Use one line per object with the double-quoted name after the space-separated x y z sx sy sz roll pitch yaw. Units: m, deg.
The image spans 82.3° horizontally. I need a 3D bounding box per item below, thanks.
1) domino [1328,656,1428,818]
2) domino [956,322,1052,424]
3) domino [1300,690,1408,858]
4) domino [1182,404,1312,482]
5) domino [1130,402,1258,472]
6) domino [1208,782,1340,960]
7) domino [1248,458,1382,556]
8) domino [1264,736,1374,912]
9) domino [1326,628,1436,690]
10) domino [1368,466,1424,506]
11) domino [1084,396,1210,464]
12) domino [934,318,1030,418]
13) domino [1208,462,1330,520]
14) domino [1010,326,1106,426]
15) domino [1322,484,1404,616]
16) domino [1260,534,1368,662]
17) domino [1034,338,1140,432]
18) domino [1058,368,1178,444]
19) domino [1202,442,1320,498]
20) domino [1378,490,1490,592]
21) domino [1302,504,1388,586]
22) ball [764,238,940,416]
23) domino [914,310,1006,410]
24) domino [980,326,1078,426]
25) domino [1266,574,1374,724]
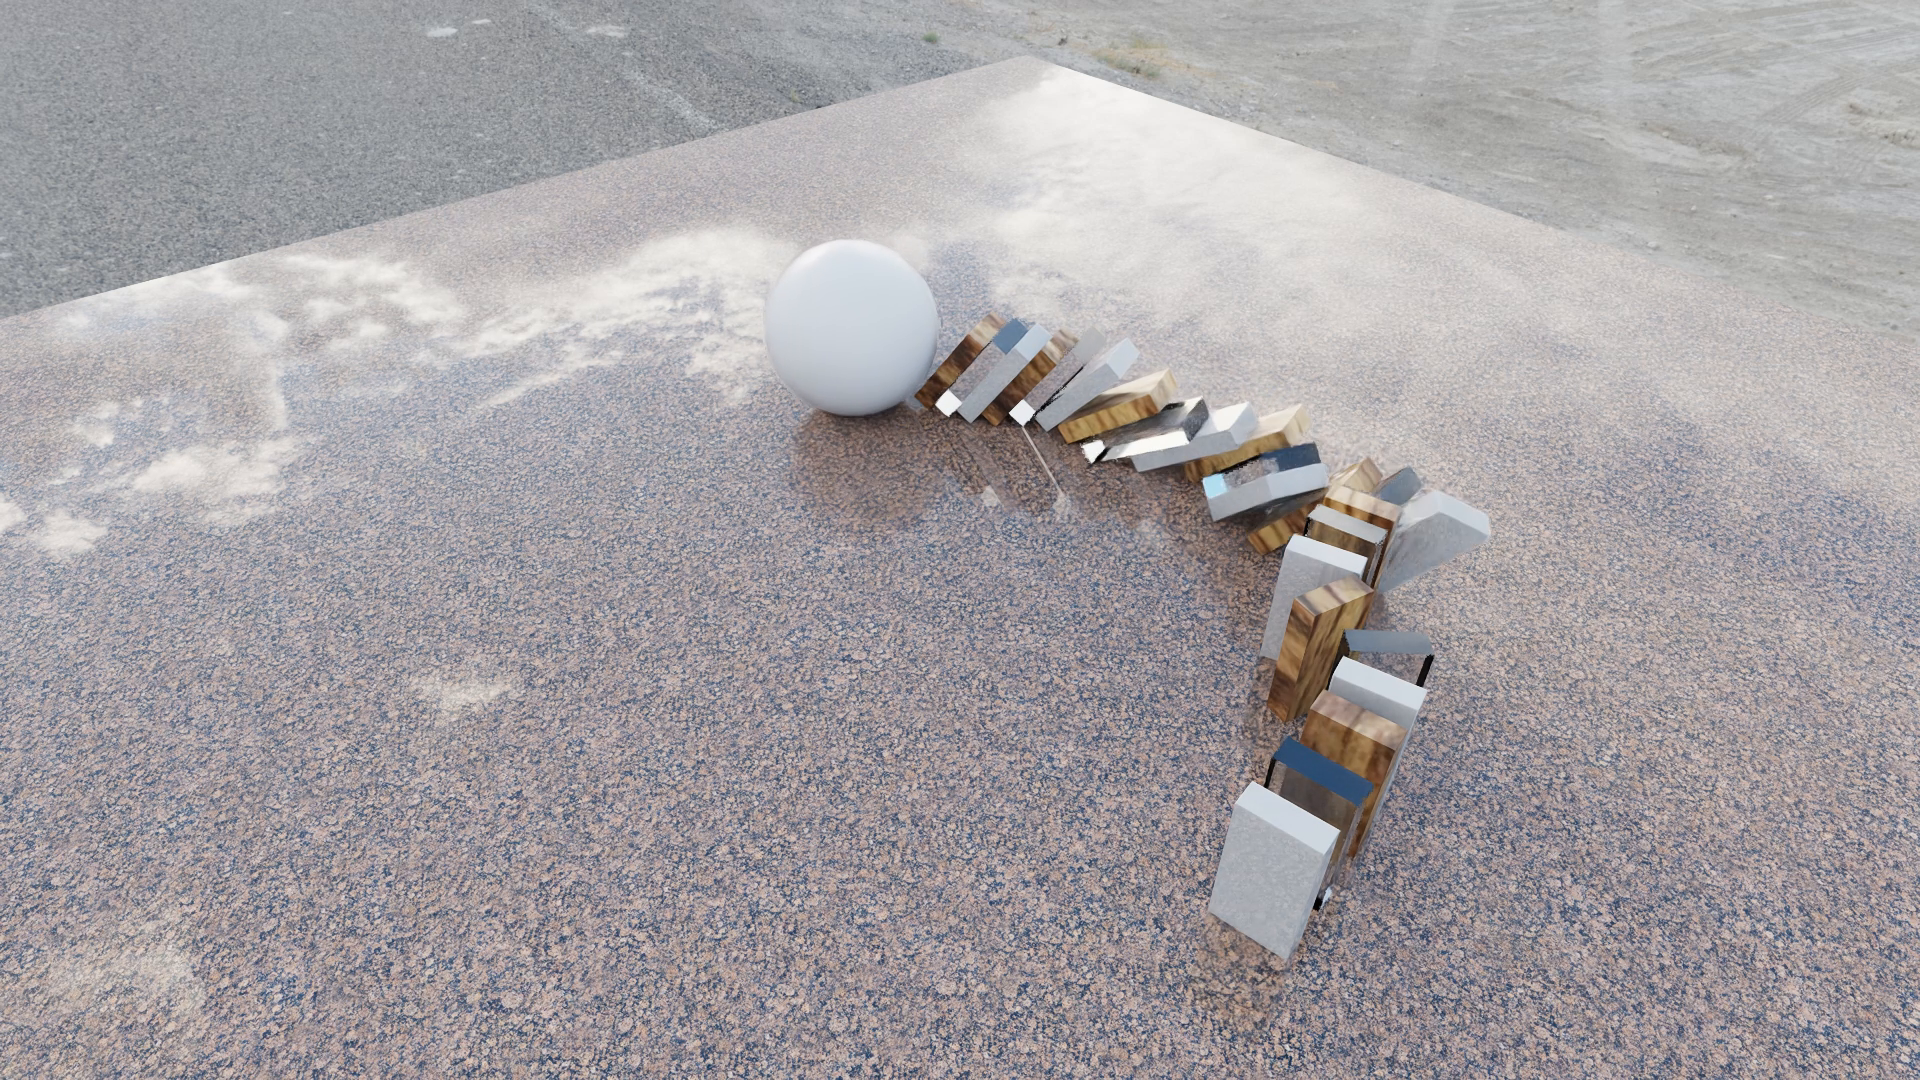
0.123 0.061 0.337 0.025 0.050 0.010 23 45 25 "domino"
0.020 -0.077 0.508 0.009 0.050 0.025 43 46 -4 "domino"
0.112 0.070 0.326 0.025 0.050 0.009 26 46 29 "domino"
0.122 -0.041 0.470 0.050 0.009 0.025 -19 19 45 "domino"
0.101 -0.045 0.477 0.050 0.010 0.025 -12 25 43 "domino"
0.085 0.091 0.300 0.025 0.050 0.009 28 47 29 "domino"
0.138 -0.013 0.431 0.025 0.050 0.009 -38 91 -37 "domino"
0.098 0.081 0.312 0.025 0.050 0.010 28 47 30 "domino"
0.130 0.050 0.350 0.025 0.050 0.010 3 39 3 "domino"
0.152 -0.009 0.424 0.025 0.050 0.009 -34 84 -35 "domino"
0.082 -0.048 0.483 0.050 0.010 0.025 -9 27 42 "domino"
0.010 -0.080 0.512 0.010 0.050 0.025 43 46 -4 "domino"
0.122 -0.019 0.440 0.025 0.050 0.009 -13 85 -15 "domino"
0.045 -0.075 0.506 0.009 0.050 0.025 43 46 -4 "domino"
0.143 0.006 0.404 0.025 0.050 0.010 24 45 26 "domino"
0.122 0.024 0.382 0.025 0.050 0.009 21 44 23 "domino"
0.058 -0.071 0.502 0.009 0.050 0.025 47 46 -8 "domino"
0.071 -0.060 0.495 0.050 0.009 0.025 -16 24 41 "domino"
0.123 -0.028 0.452 0.025 0.050 0.010 -13 85 -15 "domino"
0.165 0.001 0.405 0.025 0.050 0.009 22 55 -19 "domino"
0.133 0.014 0.395 0.025 0.050 0.010 26 46 28 "domino"
-0.050 -0.097 0.507 0.080 0.080 0.080 0 39 0 "ball"
0.000 -0.084 0.517 0.010 0.050 0.025 43 46 -4 "domino"
0.032 -0.075 0.506 0.009 0.050 0.025 43 46 -4 "domino"
0.119 0.037 0.367 0.025 0.050 0.010 -19 43 -21 "domino"
